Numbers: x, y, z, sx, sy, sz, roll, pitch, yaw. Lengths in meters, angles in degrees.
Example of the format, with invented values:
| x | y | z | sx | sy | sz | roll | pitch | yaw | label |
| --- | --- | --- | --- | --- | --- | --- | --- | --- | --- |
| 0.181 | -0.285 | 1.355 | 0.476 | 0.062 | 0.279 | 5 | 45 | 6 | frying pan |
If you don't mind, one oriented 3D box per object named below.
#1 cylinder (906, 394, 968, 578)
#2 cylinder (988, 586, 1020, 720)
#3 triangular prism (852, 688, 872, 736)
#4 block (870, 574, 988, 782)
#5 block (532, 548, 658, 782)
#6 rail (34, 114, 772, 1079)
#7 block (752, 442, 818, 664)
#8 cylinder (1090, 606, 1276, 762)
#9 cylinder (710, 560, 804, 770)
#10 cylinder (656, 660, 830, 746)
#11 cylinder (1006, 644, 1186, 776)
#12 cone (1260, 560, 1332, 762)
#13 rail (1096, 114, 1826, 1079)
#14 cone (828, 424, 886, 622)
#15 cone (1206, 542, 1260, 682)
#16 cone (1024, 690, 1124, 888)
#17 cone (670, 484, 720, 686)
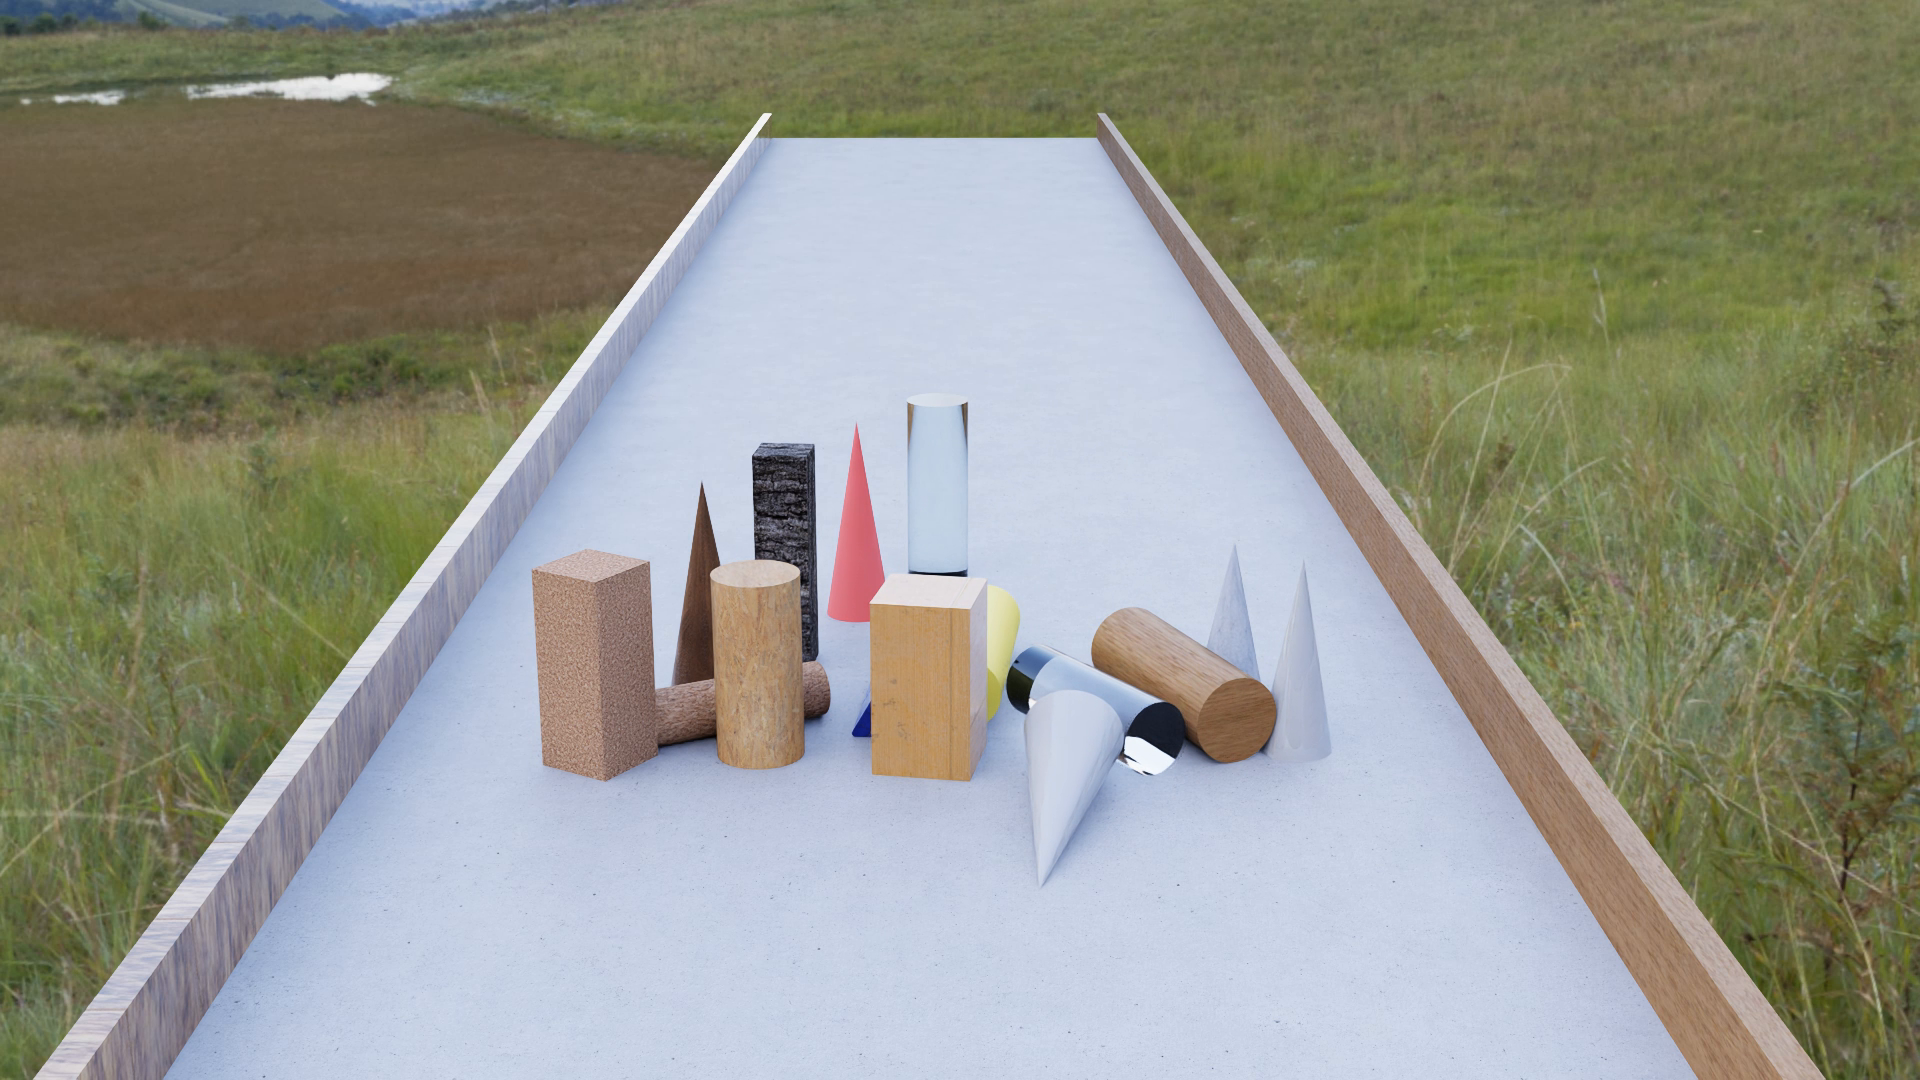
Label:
| x | y | z | sx | sy | sz | roll | pitch | yaw | label |
| --- | --- | --- | --- | --- | --- | --- | --- | --- | --- |
| -0.050 | -0.114 | 4.900 | 0.136 | 0.405 | 0.136 | 0 | 17 | 0 | cylinder |
| 0.031 | 0.219 | 4.249 | 0.137 | 0.137 | 0.446 | 2 | 17 | 6 | cylinder |
| -0.121 | 0.259 | 4.156 | 0.125 | 0.108 | 0.333 | 1 | 17 | 5 | triangular prism |
| -0.053 | 0.239 | 3.869 | 0.174 | 0.315 | 0.174 | 3 | 17 | 10 | block |
| -0.639 | 0.217 | 3.859 | 0.144 | 0.363 | 0.144 | 10 | 19 | 30 | block |
| -1.118 | -0.838 | 7.780 | 0.050 | 0.150 | 12.000 | 0 | 17 | -1 | rail |
| -0.344 | 0.034 | 4.347 | 0.106 | 0.437 | 0.106 | 2 | 17 | 5 | block |
| 0.407 | 0.262 | 4.069 | 0.158 | 0.158 | 0.430 | -7 | 18 | -21 | cylinder |
| -0.357 | 0.220 | 3.894 | 0.157 | 0.338 | 0.157 | 0 | 17 | 0 | cylinder |
| -0.414 | 0.300 | 4.040 | 0.342 | 0.102 | 0.102 | -9 | 19 | -27 | cylinder |
| 0.241 | 0.303 | 3.971 | 0.135 | 0.135 | 0.359 | -11 | 20 | -32 | cylinder |
| 0.604 | 0.202 | 3.916 | 0.134 | 0.360 | 0.134 | 0 | 17 | 0 | cone |
| 0.932 | -0.844 | 7.801 | 0.050 | 0.150 | 12.000 | 0 | 17 | -1 | rail |
| -0.216 | -0.047 | 4.648 | 0.137 | 0.421 | 0.137 | 0 | 17 | 0 | cone |
| 0.511 | 0.155 | 4.138 | 0.137 | 0.324 | 0.137 | 0 | 17 | 0 | cone |
| 0.160 | 0.438 | 3.601 | 0.175 | 0.175 | 0.454 | 3 | 28 | 9 | cone |
| -0.476 | 0.100 | 4.112 | 0.158 | 0.443 | 0.158 | 0 | 17 | 0 | cone |
